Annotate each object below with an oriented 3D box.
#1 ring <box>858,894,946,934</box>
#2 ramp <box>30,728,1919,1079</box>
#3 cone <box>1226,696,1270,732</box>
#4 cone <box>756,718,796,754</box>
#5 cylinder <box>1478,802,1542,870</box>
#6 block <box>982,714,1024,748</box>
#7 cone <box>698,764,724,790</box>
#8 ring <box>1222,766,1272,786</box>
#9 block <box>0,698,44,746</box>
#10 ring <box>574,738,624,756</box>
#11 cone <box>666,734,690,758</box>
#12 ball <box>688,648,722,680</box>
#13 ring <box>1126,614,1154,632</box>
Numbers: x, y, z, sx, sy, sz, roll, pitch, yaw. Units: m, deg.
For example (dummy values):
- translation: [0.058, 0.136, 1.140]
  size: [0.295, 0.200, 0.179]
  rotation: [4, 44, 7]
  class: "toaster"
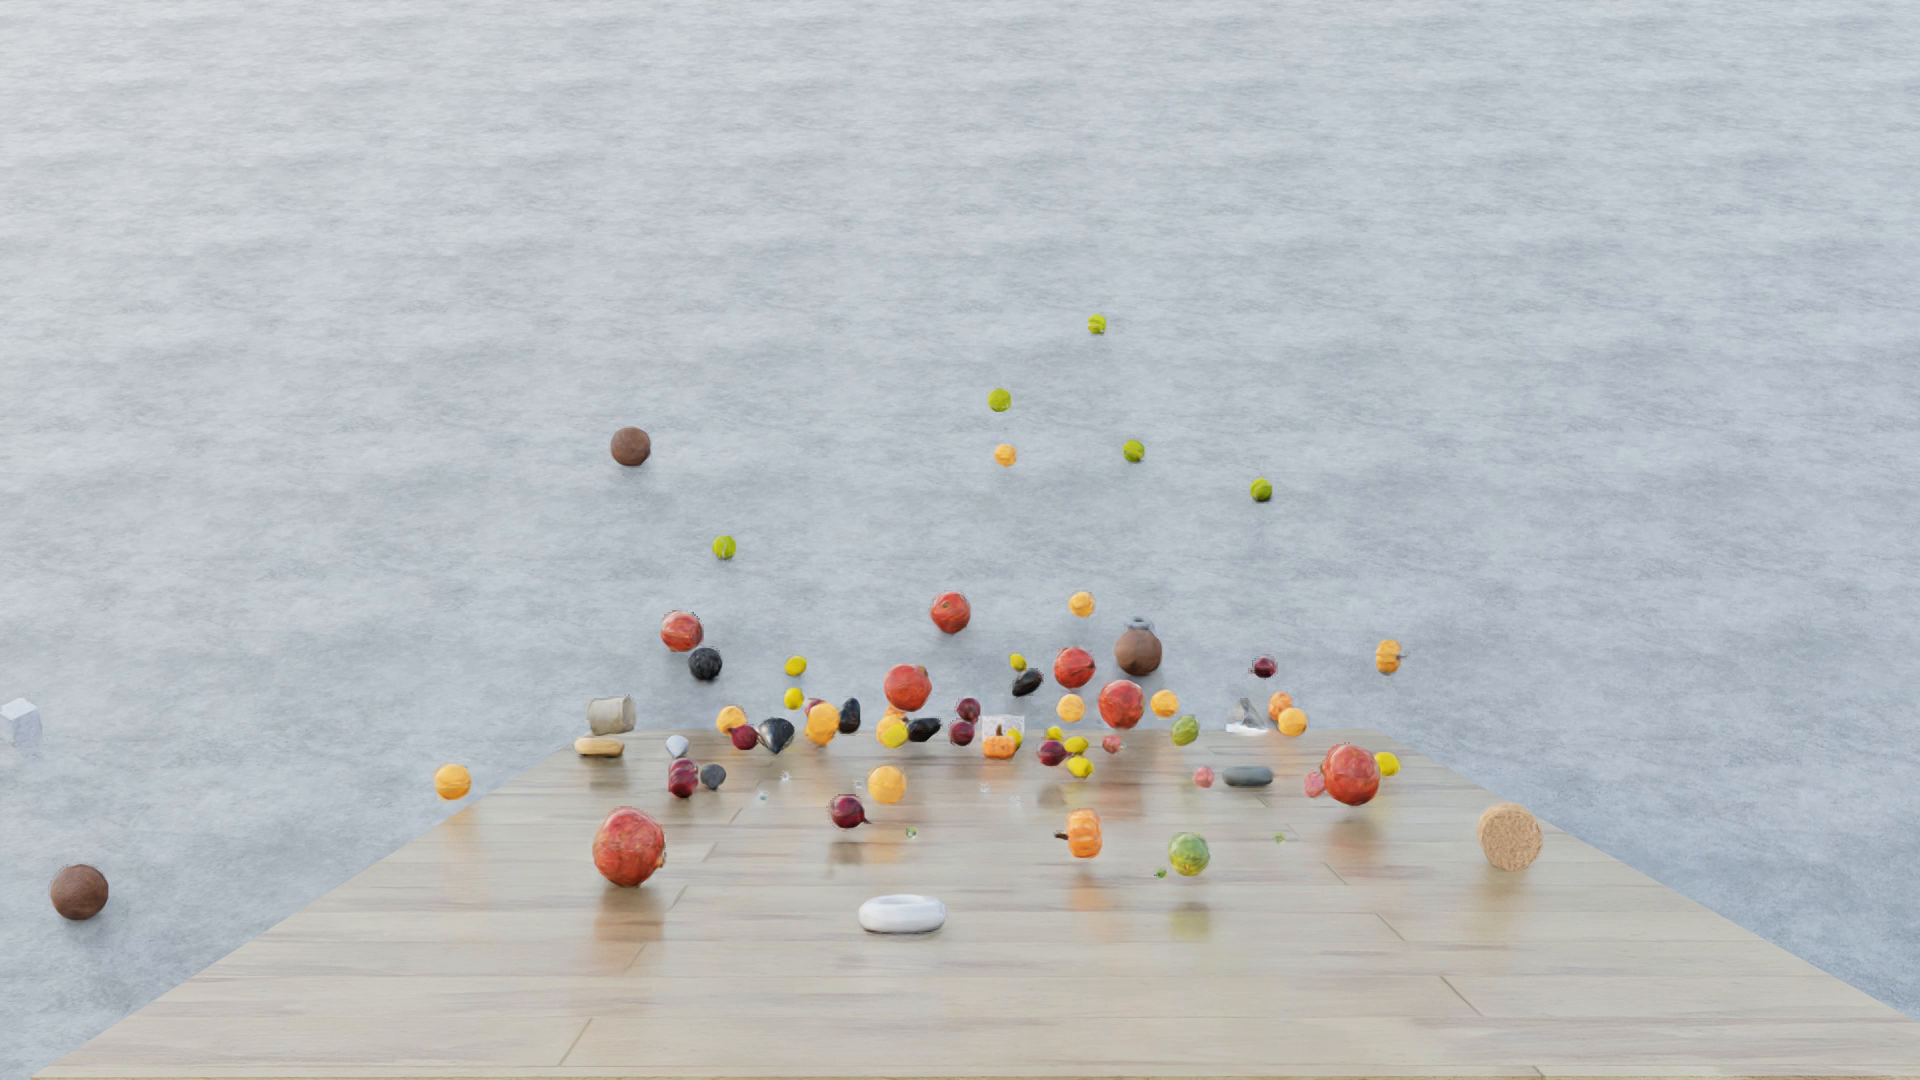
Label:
- translation: [-0.078, 0.508, 3.501]
  size: [0.121, 0.040, 0.121]
  rotation: [-1, 2, 0]
  class: "ring"
- translation: [0.062, 0.562, 4.600]
  size: [2.000, 0.100, 4.000]
  rotation: [0, 1, 0]
  class: "ramp"
- translation: [0.739, 0.462, 6.506]
  size: [0.100, 0.100, 0.100]
  rotation: [28, 22, -17]
  class: "cone"
- translation: [-0.426, 0.472, 5.975]
  size: [0.090, 0.090, 0.090]
  rotation: [-2, 28, -3]
  class: "cone"
- translation: [0.873, 0.470, 4.105]
  size: [0.095, 0.095, 0.095]
  rotation: [4, 1, 7]
  class: "cylinder"
- translation: [0.102, 0.454, 6.154]
  size: [0.070, 0.070, 0.070]
  rotation: [1, 1, 43]
  class: "block"
- translation: [-0.501, 0.491, 5.233]
  size: [0.054, 0.054, 0.054]
  rotation: [-7, 45, -12]
  class: "cone"
- translation: [0.590, 0.485, 5.298]
  size: [0.104, 0.035, 0.104]
  rotation: [-1, 1, 0]
  class: "ring"
- translation: [-2.451, 0.473, 6.725]
  size: [0.080, 0.080, 0.080]
  rotation: [21, 34, 35]
  class: "block"
- translation: [-0.828, 0.474, 5.924]
  size: [0.114, 0.038, 0.114]
  rotation: [3, -3, 0]
  class: "ring"
- translation: [-0.646, 0.482, 5.885]
  size: [0.054, 0.054, 0.054]
  rotation: [0, 27, 1]
  class: "cone"
- translation: [-0.689, 0.334, 6.979]
  size: [0.090, 0.090, 0.090]
  rotation: [0, 28, 0]
  class: "ball"
- translation: [0.506, 0.232, 7.243]
  size: [0.077, 0.026, 0.077]
  rotation: [-1, 27, 1]
  class: "ring"
